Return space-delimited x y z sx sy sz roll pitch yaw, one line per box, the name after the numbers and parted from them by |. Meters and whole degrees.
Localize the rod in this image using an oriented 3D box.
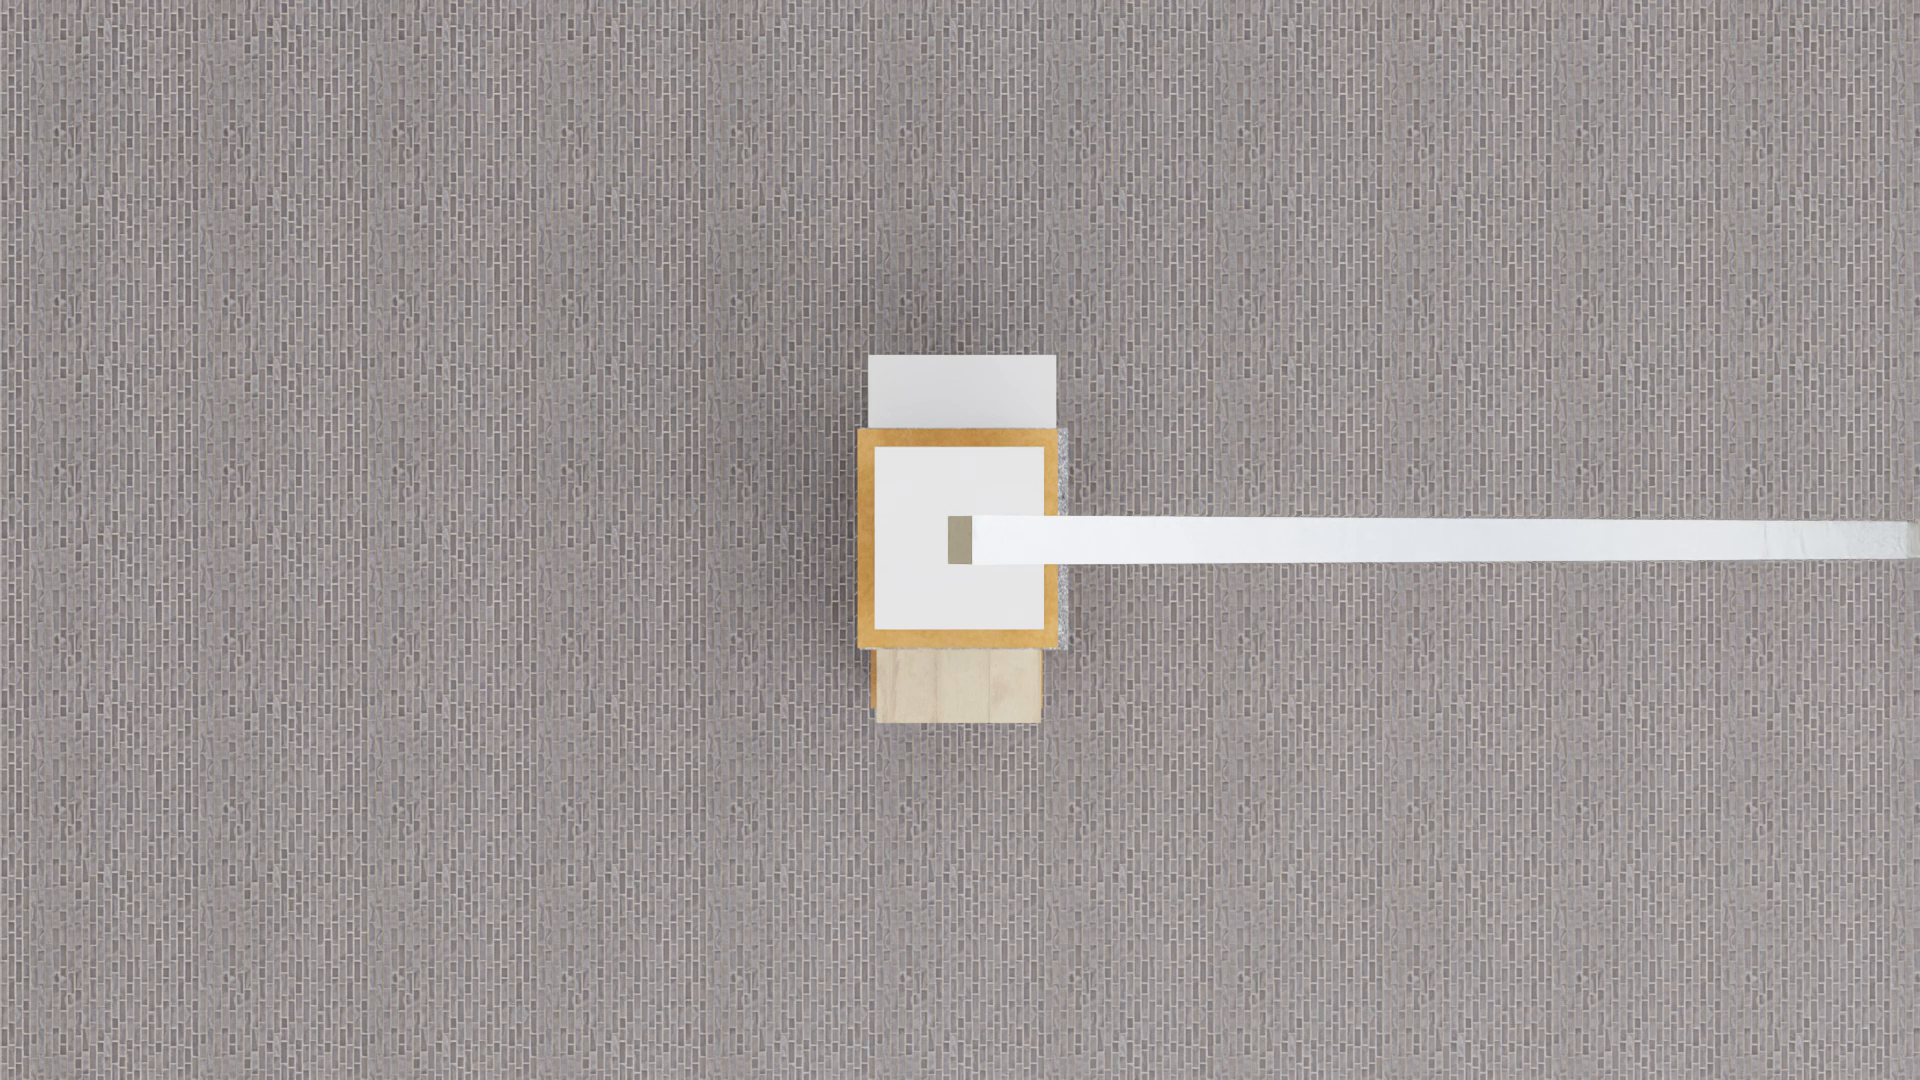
2.234 0.000 4.944 5.200 0.080 0.080 0 90 -31 | rod

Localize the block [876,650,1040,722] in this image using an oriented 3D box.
-0.006 0.532 11.479 0.828 0.784 0.780 0 90 0 | block

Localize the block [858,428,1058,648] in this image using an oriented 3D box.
-0.008 -0.005 8.275 0.723 0.686 0.790 0 90 0 | block

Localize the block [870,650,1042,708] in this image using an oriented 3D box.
-0.017 0.437 12.436 0.929 1.129 0.942 0 90 0 | block

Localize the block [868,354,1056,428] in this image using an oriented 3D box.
0.012 -0.396 11.422 0.936 0.900 1.054 0 90 0 | block

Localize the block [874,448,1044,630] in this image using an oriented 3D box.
-0.002 -0.006 7.644 0.566 0.577 0.609 0 90 0 | block

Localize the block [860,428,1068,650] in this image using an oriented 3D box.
0.017 -0.004 8.971 0.816 0.706 0.868 0 90 0 | block
